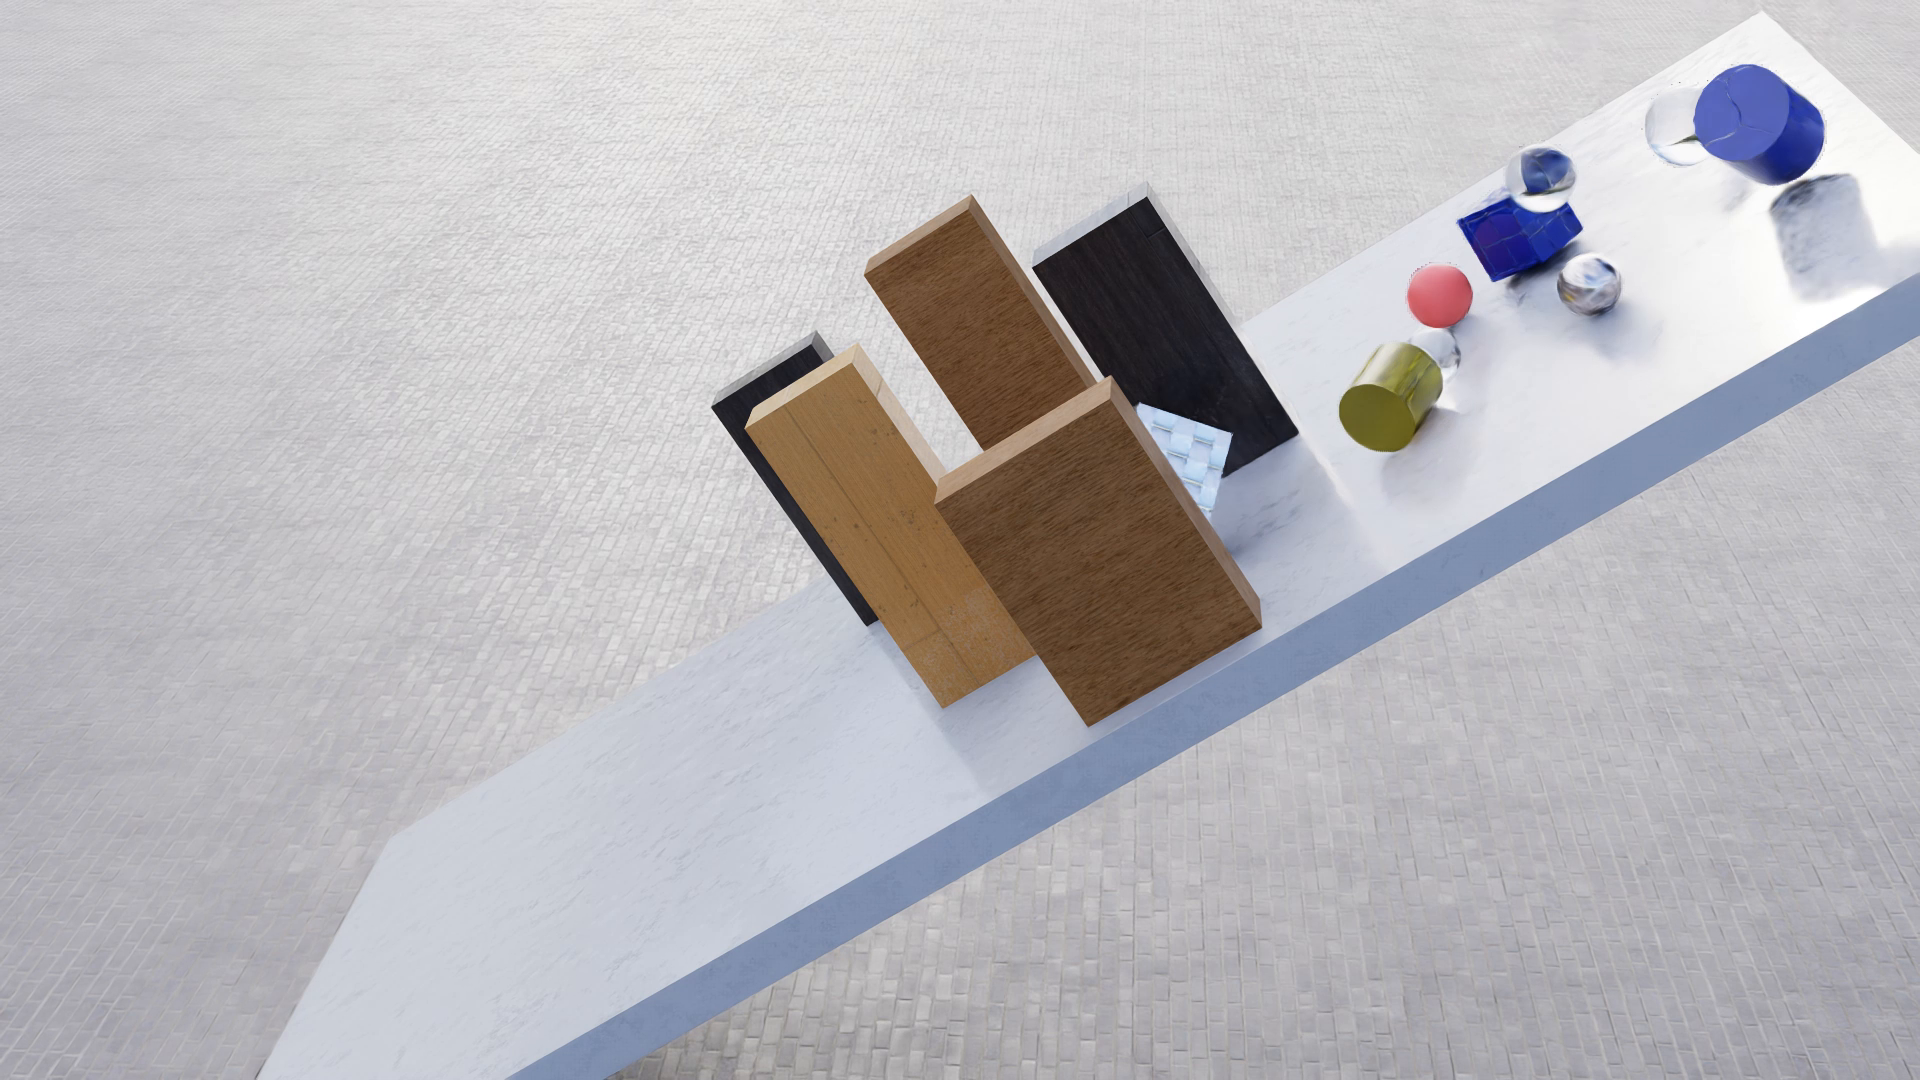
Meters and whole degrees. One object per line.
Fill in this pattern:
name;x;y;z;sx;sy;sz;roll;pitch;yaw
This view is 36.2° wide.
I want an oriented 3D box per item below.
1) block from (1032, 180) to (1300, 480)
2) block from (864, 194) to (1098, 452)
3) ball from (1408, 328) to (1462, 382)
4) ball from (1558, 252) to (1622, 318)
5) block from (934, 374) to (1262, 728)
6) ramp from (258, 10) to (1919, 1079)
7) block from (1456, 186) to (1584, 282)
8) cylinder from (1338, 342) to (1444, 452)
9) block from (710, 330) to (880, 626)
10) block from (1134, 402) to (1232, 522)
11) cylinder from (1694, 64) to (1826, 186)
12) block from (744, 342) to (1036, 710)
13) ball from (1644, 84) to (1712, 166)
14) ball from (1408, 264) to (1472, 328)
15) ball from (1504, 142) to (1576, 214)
block;0.430;-0.414;6.127;0.278;0.596;0.139;-31;15;14
block;0.078;-0.459;6.932;0.292;0.638;0.147;-31;15;14
ball;0.936;-0.365;5.834;0.114;0.114;0.114;0;20;0
ball;1.204;-0.487;5.624;0.122;0.122;0.122;0;20;0
block;0.253;0.023;5.329;0.372;0.510;0.142;-31;15;14
ramp;0.139;0.171;6.296;4.000;0.100;2.000;-31;15;14
block;1.164;-0.655;6.114;0.152;0.152;0.152;-37;9;-33
cylinder;0.834;-0.276;5.691;0.156;0.156;0.156;11;40;27
block;-0.270;-0.137;6.706;0.275;0.627;0.114;-31;15;14
block;0.389;-0.128;5.718;0.193;0.193;0.193;18;-12;-8
cylinder;1.521;-0.788;5.593;0.187;0.187;0.187;17;1;38
block;-0.118;-0.025;5.889;0.254;0.705;0.136;-31;15;14
ball;1.501;-0.858;6.082;0.169;0.169;0.169;0;20;0
ball;0.996;-0.506;6.102;0.134;0.134;0.134;0;20;0
ball;1.169;-0.728;5.923;0.142;0.142;0.142;0;20;0
